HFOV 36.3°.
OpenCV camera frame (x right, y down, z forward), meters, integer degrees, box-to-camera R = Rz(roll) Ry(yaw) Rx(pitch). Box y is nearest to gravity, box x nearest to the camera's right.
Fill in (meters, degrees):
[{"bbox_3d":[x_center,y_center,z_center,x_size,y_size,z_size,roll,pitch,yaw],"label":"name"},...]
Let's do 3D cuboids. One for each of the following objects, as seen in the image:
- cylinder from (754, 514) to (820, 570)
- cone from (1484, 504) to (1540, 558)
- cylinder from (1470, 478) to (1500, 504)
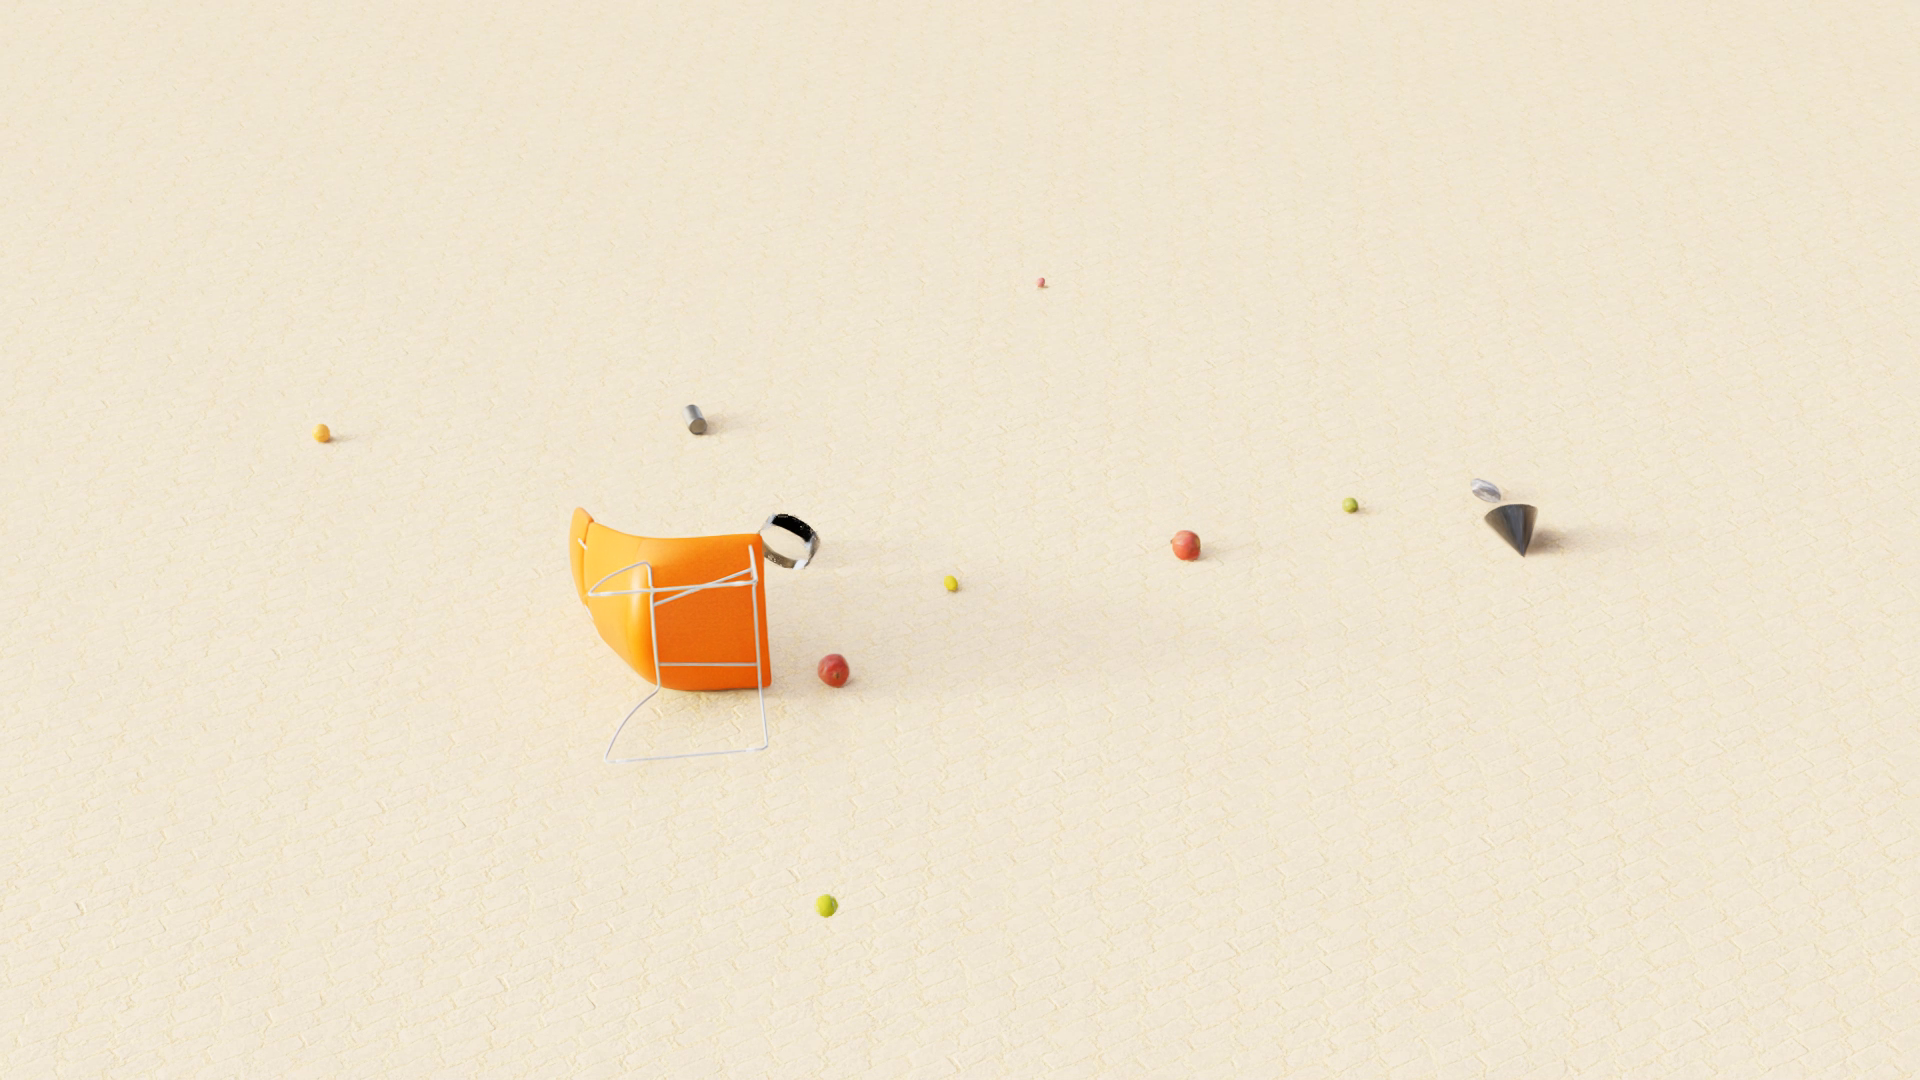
[{"bbox_3d":[-0.636,0.006,10.792,0.224,0.149,0.112,25,37,3],"label":"cylinder"},{"bbox_3d":[2.069,-0.011,10.877,0.251,0.188,0.176,17,54,-47],"label":"cone"},{"bbox_3d":[2.003,-0.187,11.169,0.120,0.050,0.068,21,32,-10],"label":"cylinder"}]
